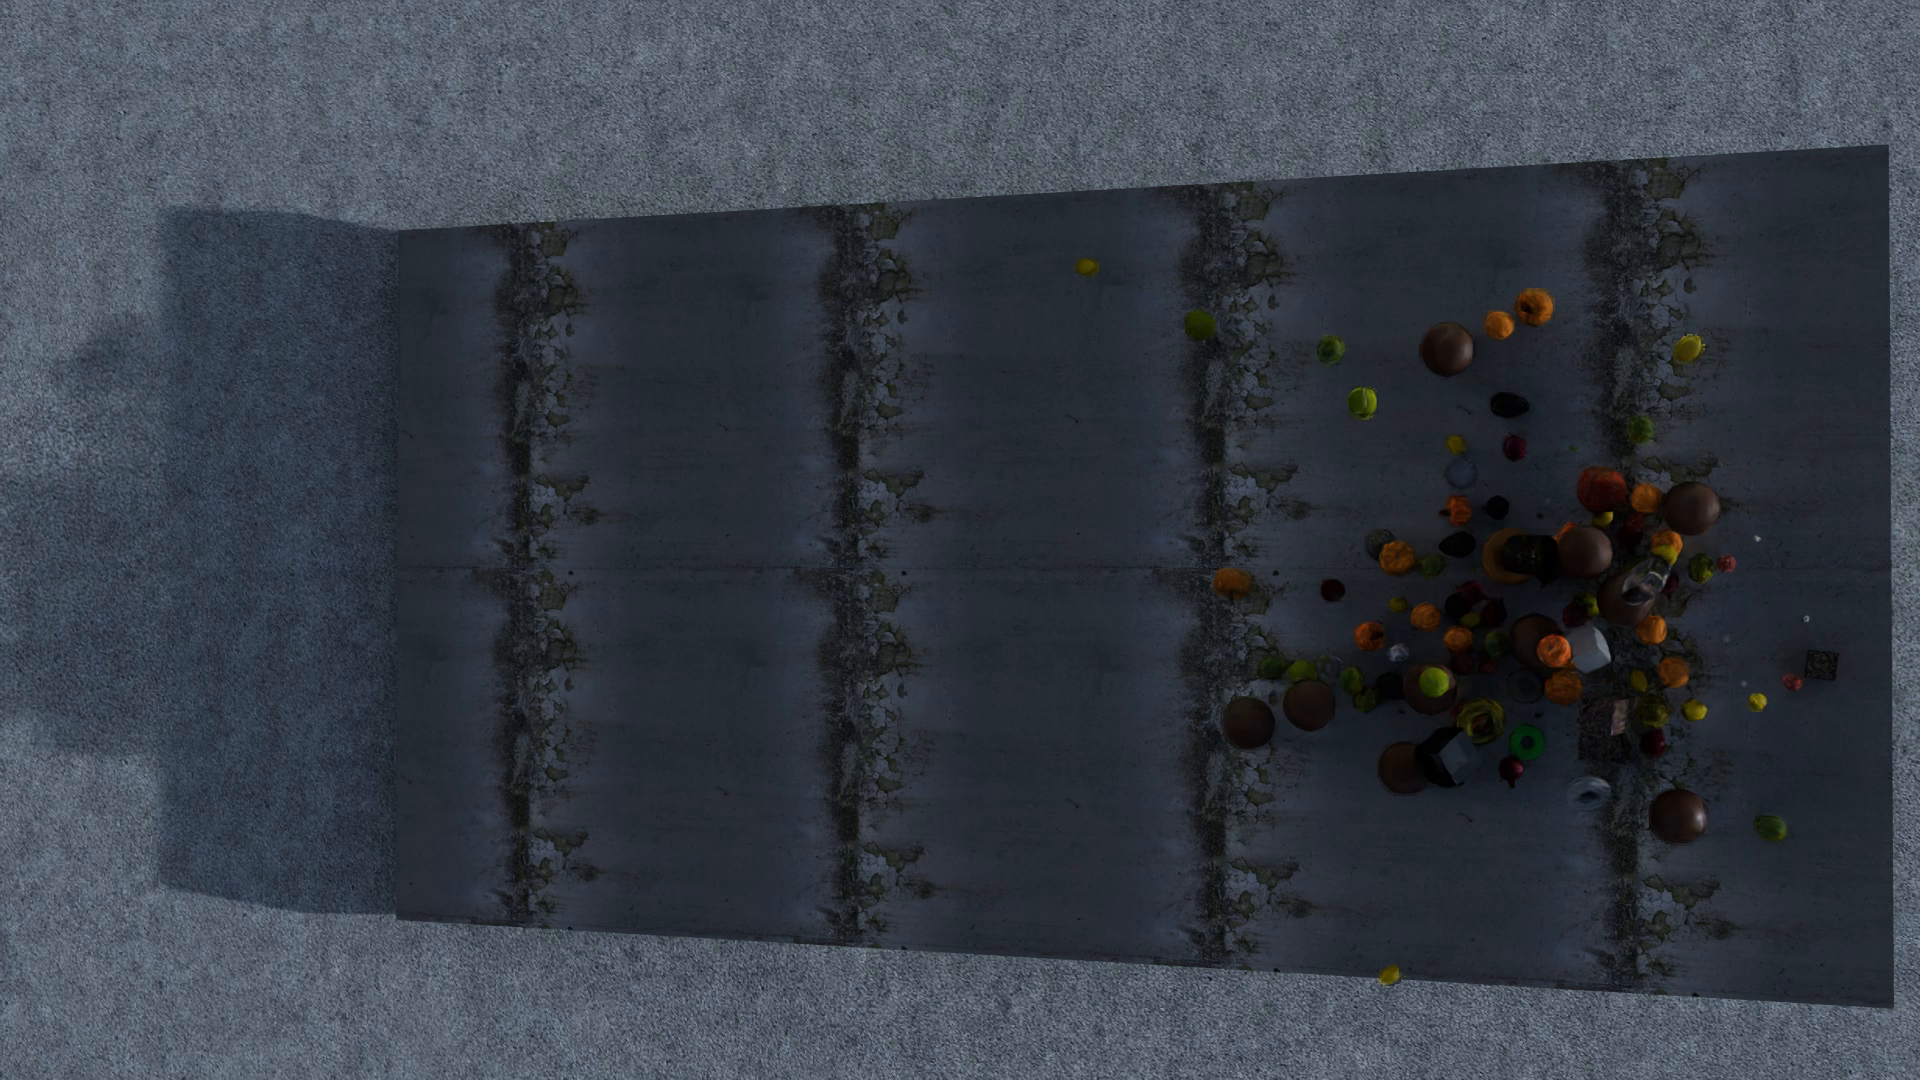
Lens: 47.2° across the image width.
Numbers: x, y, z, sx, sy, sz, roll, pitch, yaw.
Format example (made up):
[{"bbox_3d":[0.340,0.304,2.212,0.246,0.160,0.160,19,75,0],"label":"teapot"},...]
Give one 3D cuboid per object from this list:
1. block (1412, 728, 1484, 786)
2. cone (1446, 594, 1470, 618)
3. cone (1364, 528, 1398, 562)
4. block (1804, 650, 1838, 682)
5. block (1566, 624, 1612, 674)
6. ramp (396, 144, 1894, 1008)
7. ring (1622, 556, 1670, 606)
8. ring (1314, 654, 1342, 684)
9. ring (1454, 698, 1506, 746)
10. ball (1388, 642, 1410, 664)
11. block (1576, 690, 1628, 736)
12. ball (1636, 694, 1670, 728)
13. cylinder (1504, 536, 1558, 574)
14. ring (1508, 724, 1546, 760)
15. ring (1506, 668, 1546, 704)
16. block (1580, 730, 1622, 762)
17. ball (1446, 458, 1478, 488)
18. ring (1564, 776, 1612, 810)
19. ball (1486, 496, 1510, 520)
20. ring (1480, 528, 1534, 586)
[{"bbox_3d":[1.174,0.521,5.293,0.098,0.098,0.098,-37,103,-22],"label":"block"},{"bbox_3d":[1.214,0.162,5.375,0.062,0.062,0.062,0,89,19],"label":"cone"},{"bbox_3d":[1.033,0.012,5.428,0.082,0.082,0.082,0,89,19],"label":"cone"},{"bbox_3d":[2.000,0.291,5.105,0.064,0.064,0.064,7,92,19],"label":"block"},{"bbox_3d":[1.480,0.257,5.177,0.071,0.071,0.071,-27,131,28],"label":"block"},{"bbox_3d":[0.278,0.091,5.780,4.000,0.100,2.000,0,89,19],"label":"ramp"},{"bbox_3d":[1.570,0.093,5.034,0.045,0.134,0.134,39,89,-8],"label":"ring"},{"bbox_3d":[0.917,0.322,5.481,0.077,0.026,0.077,-15,66,38],"label":"ring"},{"bbox_3d":[1.255,0.439,5.304,0.131,0.044,0.131,-5,119,-9],"label":"ring"},{"bbox_3d":[1.082,0.281,5.422,0.054,0.054,0.054,0,89,0],"label":"ball"},{"bbox_3d":[1.504,0.406,5.146,0.083,0.083,0.083,13,100,37],"label":"block"},{"bbox_3d":[1.643,0.408,5.216,0.080,0.080,0.080,0,89,0],"label":"ball"},{"bbox_3d":[1.361,0.034,5.240,0.091,0.091,0.091,0,91,-39],"label":"cylinder"},{"bbox_3d":[1.375,0.490,5.333,0.087,0.029,0.087,0,89,18],"label":"ring"},{"bbox_3d":[1.370,0.352,5.324,0.093,0.031,0.093,-3,64,7],"label":"ring"},{"bbox_3d":[1.530,0.478,5.246,0.094,0.094,0.094,2,90,19],"label":"block"},{"bbox_3d":[1.224,-0.163,5.369,0.075,0.075,0.075,0,89,0],"label":"ball"},{"bbox_3d":[1.500,0.605,5.254,0.111,0.111,0.037,1,48,0],"label":"ring"},{"bbox_3d":[1.308,-0.078,5.349,0.056,0.056,0.056,0,89,0],"label":"ball"},{"bbox_3d":[1.337,0.041,5.336,0.142,0.047,0.142,2,98,13],"label":"ring"}]
